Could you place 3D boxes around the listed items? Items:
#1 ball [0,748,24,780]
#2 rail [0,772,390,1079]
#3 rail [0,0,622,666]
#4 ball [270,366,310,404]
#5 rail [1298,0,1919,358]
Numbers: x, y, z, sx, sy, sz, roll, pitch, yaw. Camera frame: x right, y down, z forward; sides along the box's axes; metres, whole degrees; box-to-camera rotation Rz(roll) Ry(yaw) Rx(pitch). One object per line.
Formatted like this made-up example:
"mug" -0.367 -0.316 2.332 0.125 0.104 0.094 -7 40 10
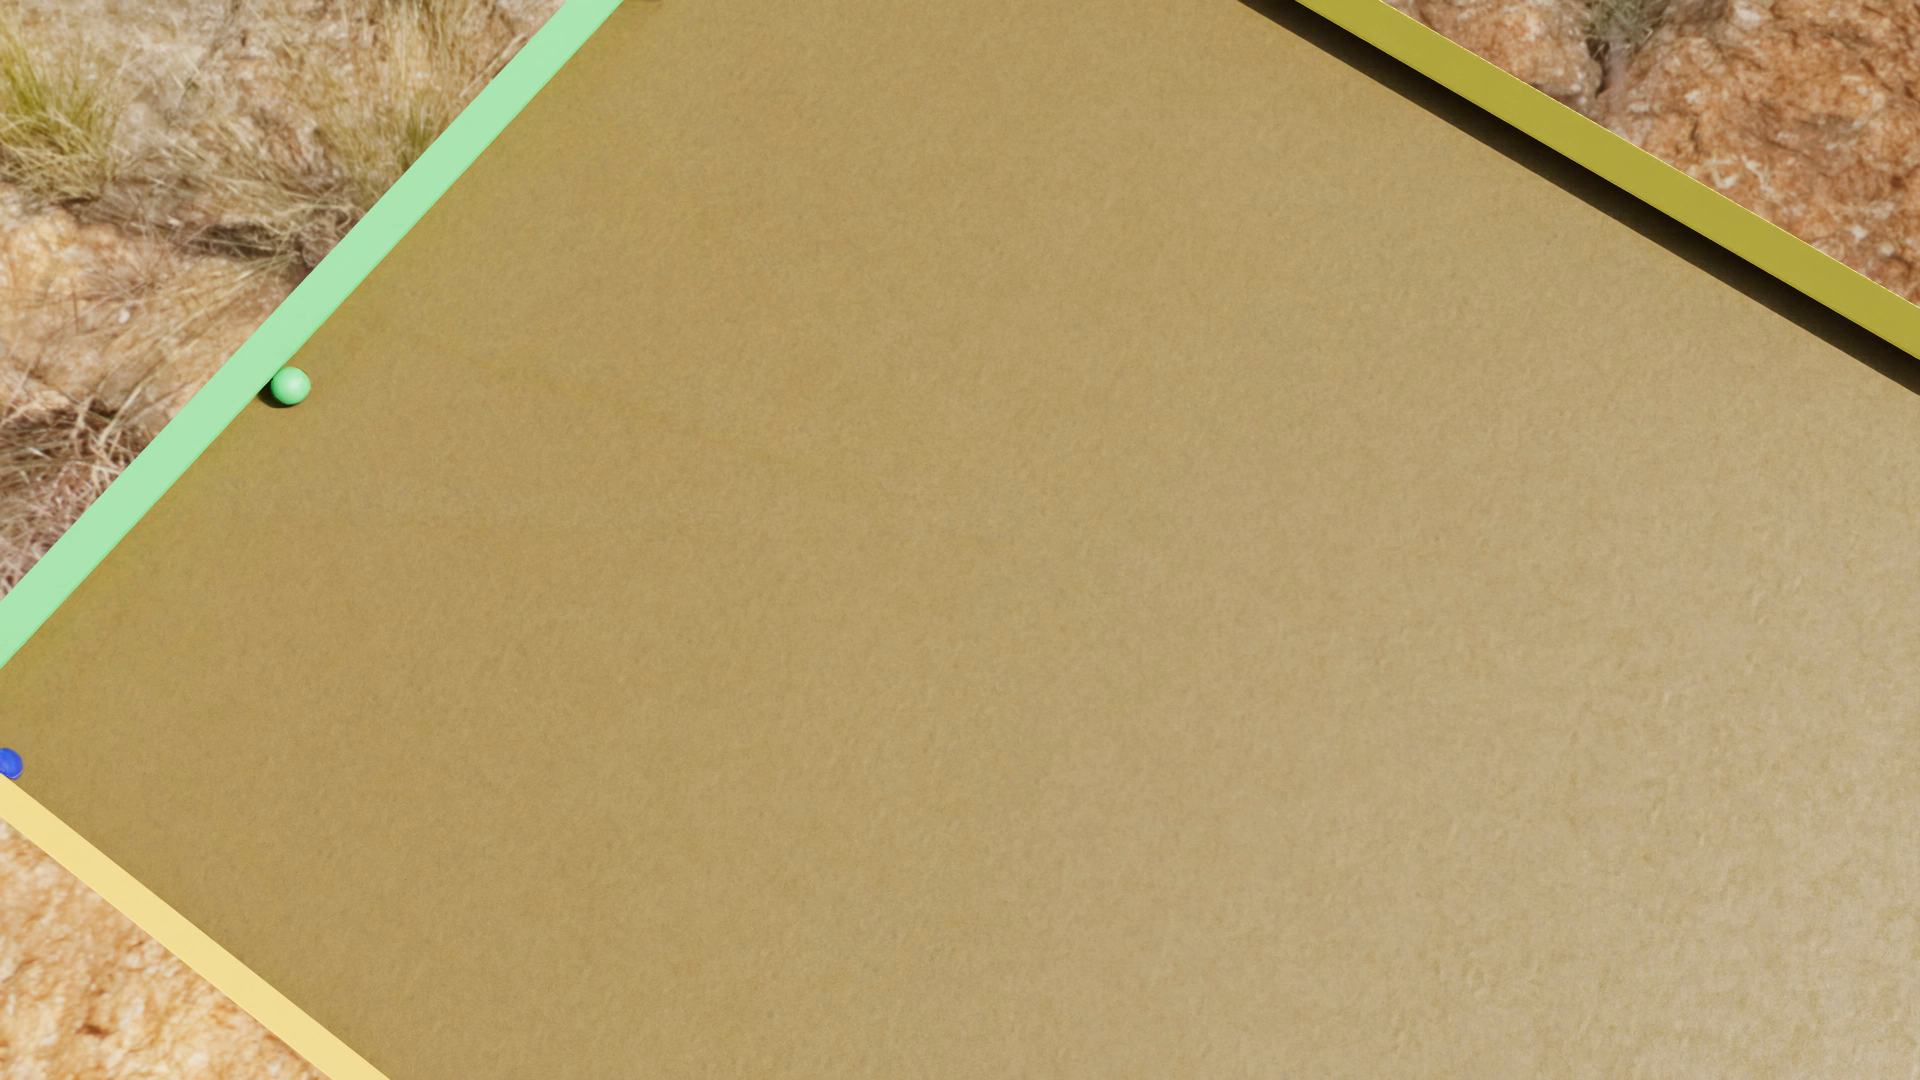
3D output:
"ball" -1.460 0.343 3.361 0.052 0.052 0.052 0 68 0
"rail" 0.213 1.486 2.864 4.465 0.111 0.045 34 72 13
"rail" -0.887 -0.601 3.714 0.045 0.111 2.422 34 72 13
"ball" -1.095 -0.253 3.599 0.062 0.062 0.062 0 68 0
"rail" 1.599 -0.300 3.591 4.465 0.111 0.045 34 72 13
